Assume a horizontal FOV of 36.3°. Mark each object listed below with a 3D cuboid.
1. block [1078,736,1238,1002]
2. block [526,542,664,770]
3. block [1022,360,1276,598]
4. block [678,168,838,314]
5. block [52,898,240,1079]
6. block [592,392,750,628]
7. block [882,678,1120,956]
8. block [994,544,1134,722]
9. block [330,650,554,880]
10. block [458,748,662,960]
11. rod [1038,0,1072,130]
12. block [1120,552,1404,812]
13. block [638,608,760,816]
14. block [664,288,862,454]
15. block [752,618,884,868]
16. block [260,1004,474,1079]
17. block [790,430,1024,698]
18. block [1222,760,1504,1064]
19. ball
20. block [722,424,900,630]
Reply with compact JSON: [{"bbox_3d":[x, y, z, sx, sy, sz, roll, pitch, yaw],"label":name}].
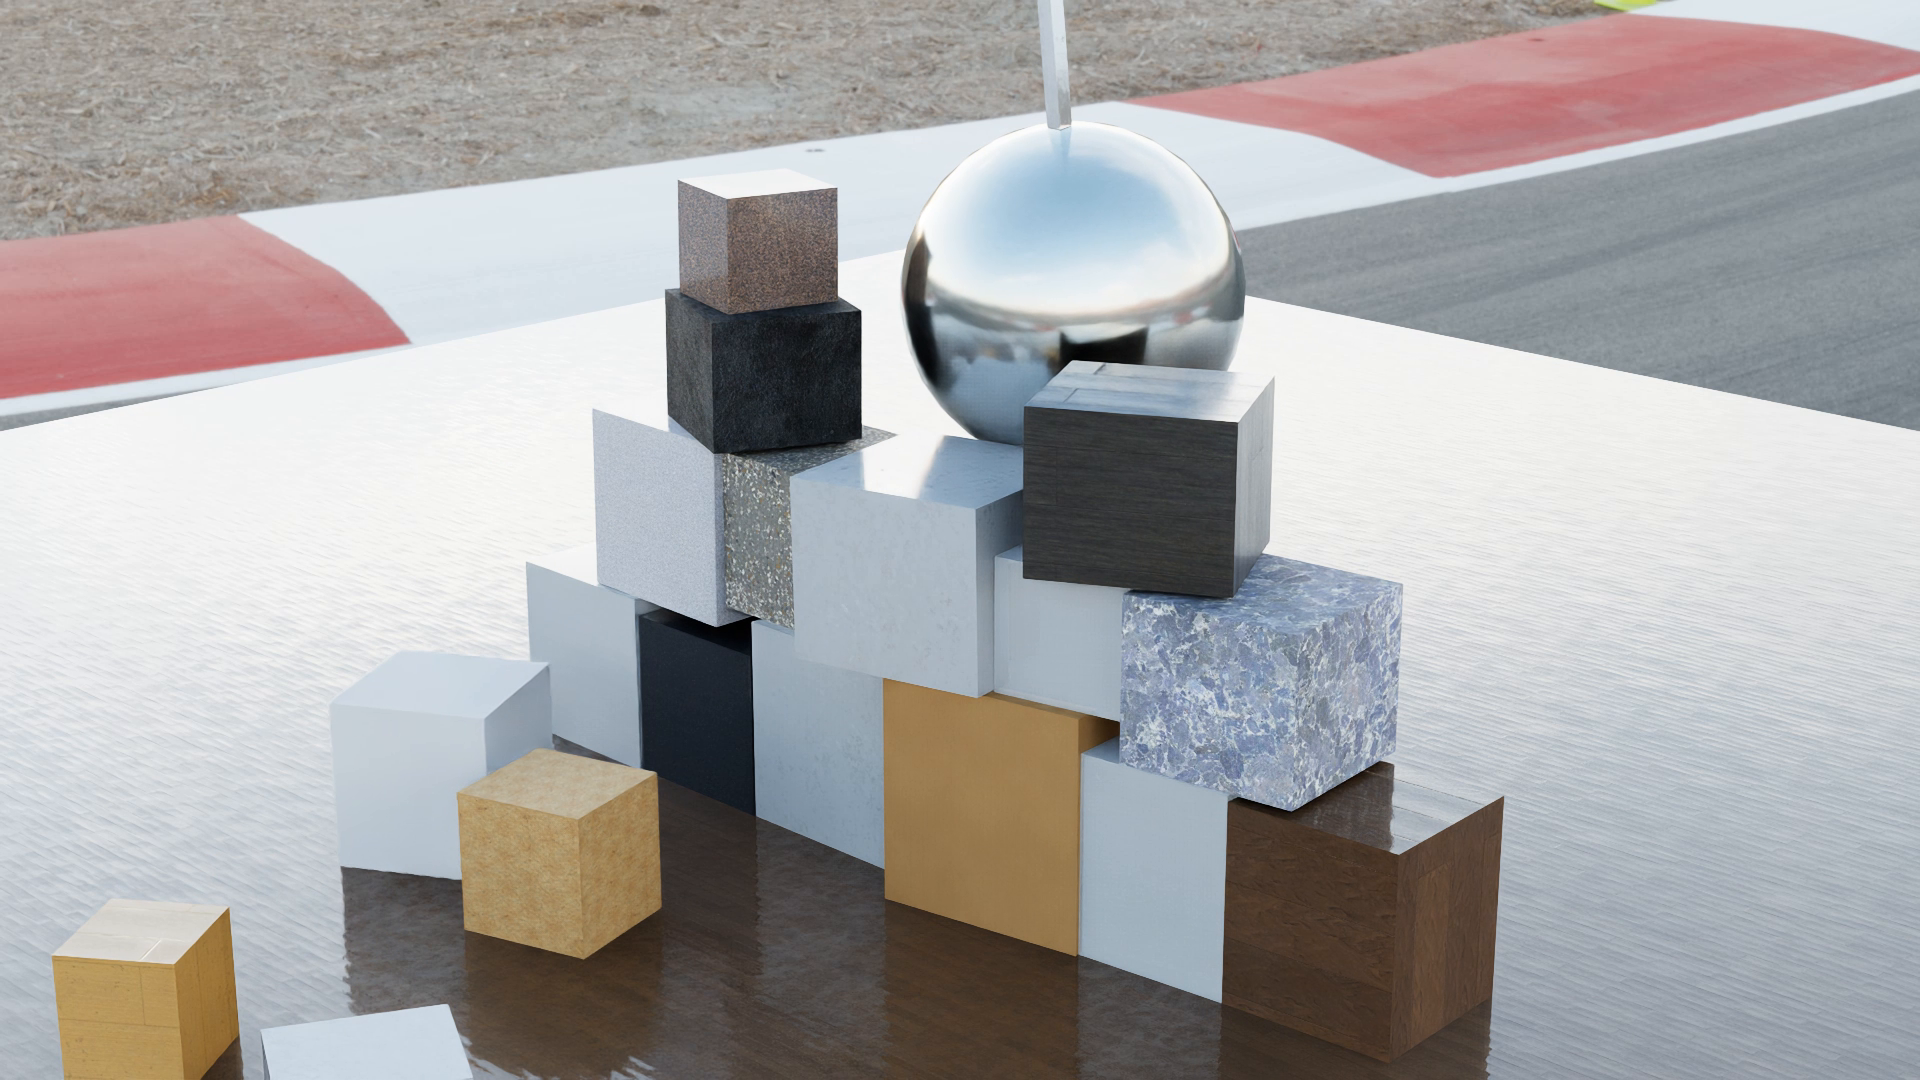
[{"bbox_3d":[1.069,1.315,12.609,0.744,0.930,0.855,14,22,37],"label":"block"},{"bbox_3d":[-1.574,0.528,15.161,0.956,0.901,0.880,-17,24,-42],"label":"block"},{"bbox_3d":[0.797,-0.270,12.286,0.886,0.739,0.801,5,18,16],"label":"block"},{"bbox_3d":[-0.957,-1.419,13.877,0.579,0.546,0.520,-10,21,-29],"label":"block"},{"bbox_3d":[-3.225,1.809,11.647,0.501,0.565,0.536,3,18,9],"label":"block"},{"bbox_3d":[-1.165,-0.211,14.511,0.904,0.902,0.918,-17,25,-42],"label":"block"},{"bbox_3d":[0.342,1.074,13.108,1.029,1.091,0.900,12,21,34],"label":"block"},{"bbox_3d":[0.629,0.328,12.639,0.673,0.614,0.727,11,21,32],"label":"block"},{"bbox_3d":[-2.398,1.044,13.683,0.758,0.804,0.759,5,18,14],"label":"block"},{"bbox_3d":[-1.757,1.369,12.906,0.637,0.650,0.600,9,20,27],"label":"block"},{"bbox_3d":[0.225,-4.260,12.239,0.080,5.200,0.080,17,31,42],"label":"rod"},{"bbox_3d":[1.254,0.558,12.220,0.843,0.748,0.828,13,22,36],"label":"block"},{"bbox_3d":[-0.958,0.752,14.590,0.931,0.817,0.836,-17,24,-42],"label":"block"},{"bbox_3d":[-0.942,-0.843,13.996,0.736,0.624,0.736,-7,19,-21],"label":"block"},{"bbox_3d":[-0.307,0.861,13.955,0.979,0.988,0.932,17,24,42],"label":"block"},{"bbox_3d":[-2.100,2.130,10.452,0.671,0.668,0.599,-5,18,-17],"label":"block"},{"bbox_3d":[-0.068,0.082,13.041,0.976,0.840,0.949,10,20,33],"label":"block"},{"bbox_3d":[1.659,1.487,12.108,0.819,0.903,0.795,14,22,38],"label":"block"},{"bbox_3d":[0.519,-1.129,13.531,1.600,1.600,1.600,0,17,0],"label":"ball"},{"bbox_3d":[-0.554,-0.050,13.925,0.806,0.768,0.791,-17,24,-42],"label":"block"}]
